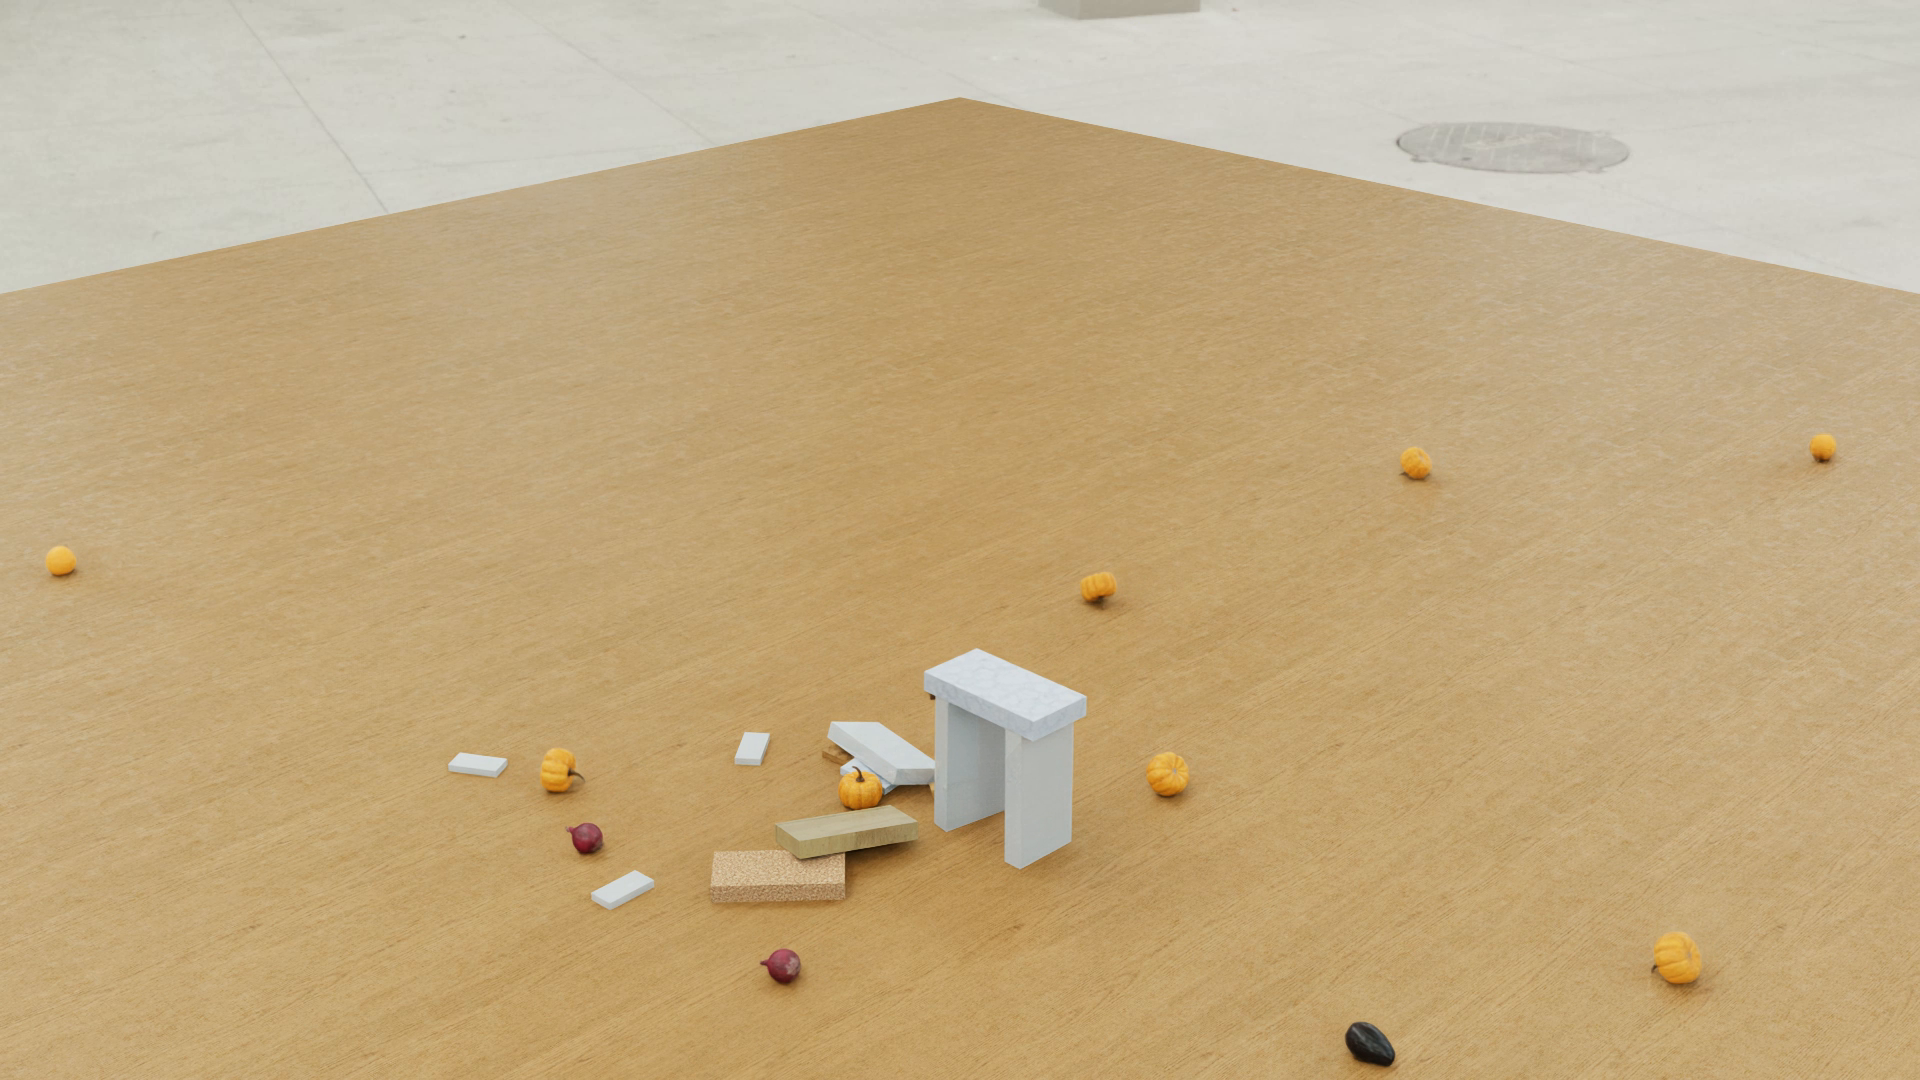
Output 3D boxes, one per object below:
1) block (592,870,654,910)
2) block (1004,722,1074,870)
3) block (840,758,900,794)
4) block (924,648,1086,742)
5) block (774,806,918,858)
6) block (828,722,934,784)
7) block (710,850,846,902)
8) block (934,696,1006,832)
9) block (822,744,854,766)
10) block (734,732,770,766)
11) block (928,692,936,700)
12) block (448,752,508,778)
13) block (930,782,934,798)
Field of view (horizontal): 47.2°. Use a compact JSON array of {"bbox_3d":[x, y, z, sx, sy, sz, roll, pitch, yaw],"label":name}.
[{"bbox_3d":[-0.640,0.665,4.175,0.054,0.015,0.109,19,30,38],"label":"block"},{"bbox_3d":[0.153,0.476,4.261,0.042,0.294,0.147,21,31,41],"label":"block"},{"bbox_3d":[-0.185,0.488,4.559,0.116,0.016,0.058,21,31,29],"label":"block"},{"bbox_3d":[0.086,0.297,4.253,0.147,0.042,0.294,-21,31,-41],"label":"block"},{"bbox_3d":[-0.223,0.571,4.309,0.252,0.036,0.126,-6,11,-27],"label":"block"},{"bbox_3d":[-0.156,0.446,4.616,0.126,0.036,0.252,5,16,-39],"label":"block"},{"bbox_3d":[-0.346,0.641,4.204,0.252,0.036,0.126,-1,23,-2],"label":"block"},{"bbox_3d":[0.022,0.424,4.383,0.147,0.294,0.042,-16,29,-33],"label":"block"},{"bbox_3d":[-0.231,0.460,4.655,0.116,0.016,0.058,19,30,38],"label":"block"},{"bbox_3d":[-0.443,0.445,4.691,0.054,0.015,0.115,2,23,5],"label":"block"},{"bbox_3d":[-0.012,0.336,4.948,0.116,0.016,0.058,-3,23,-6],"label":"block"},{"bbox_3d":[-1.014,0.473,4.626,0.109,0.015,0.054,6,24,14],"label":"block"},{"bbox_3d":[-0.006,0.505,4.518,0.111,0.016,0.055,-10,11,-5],"label":"block"}]
